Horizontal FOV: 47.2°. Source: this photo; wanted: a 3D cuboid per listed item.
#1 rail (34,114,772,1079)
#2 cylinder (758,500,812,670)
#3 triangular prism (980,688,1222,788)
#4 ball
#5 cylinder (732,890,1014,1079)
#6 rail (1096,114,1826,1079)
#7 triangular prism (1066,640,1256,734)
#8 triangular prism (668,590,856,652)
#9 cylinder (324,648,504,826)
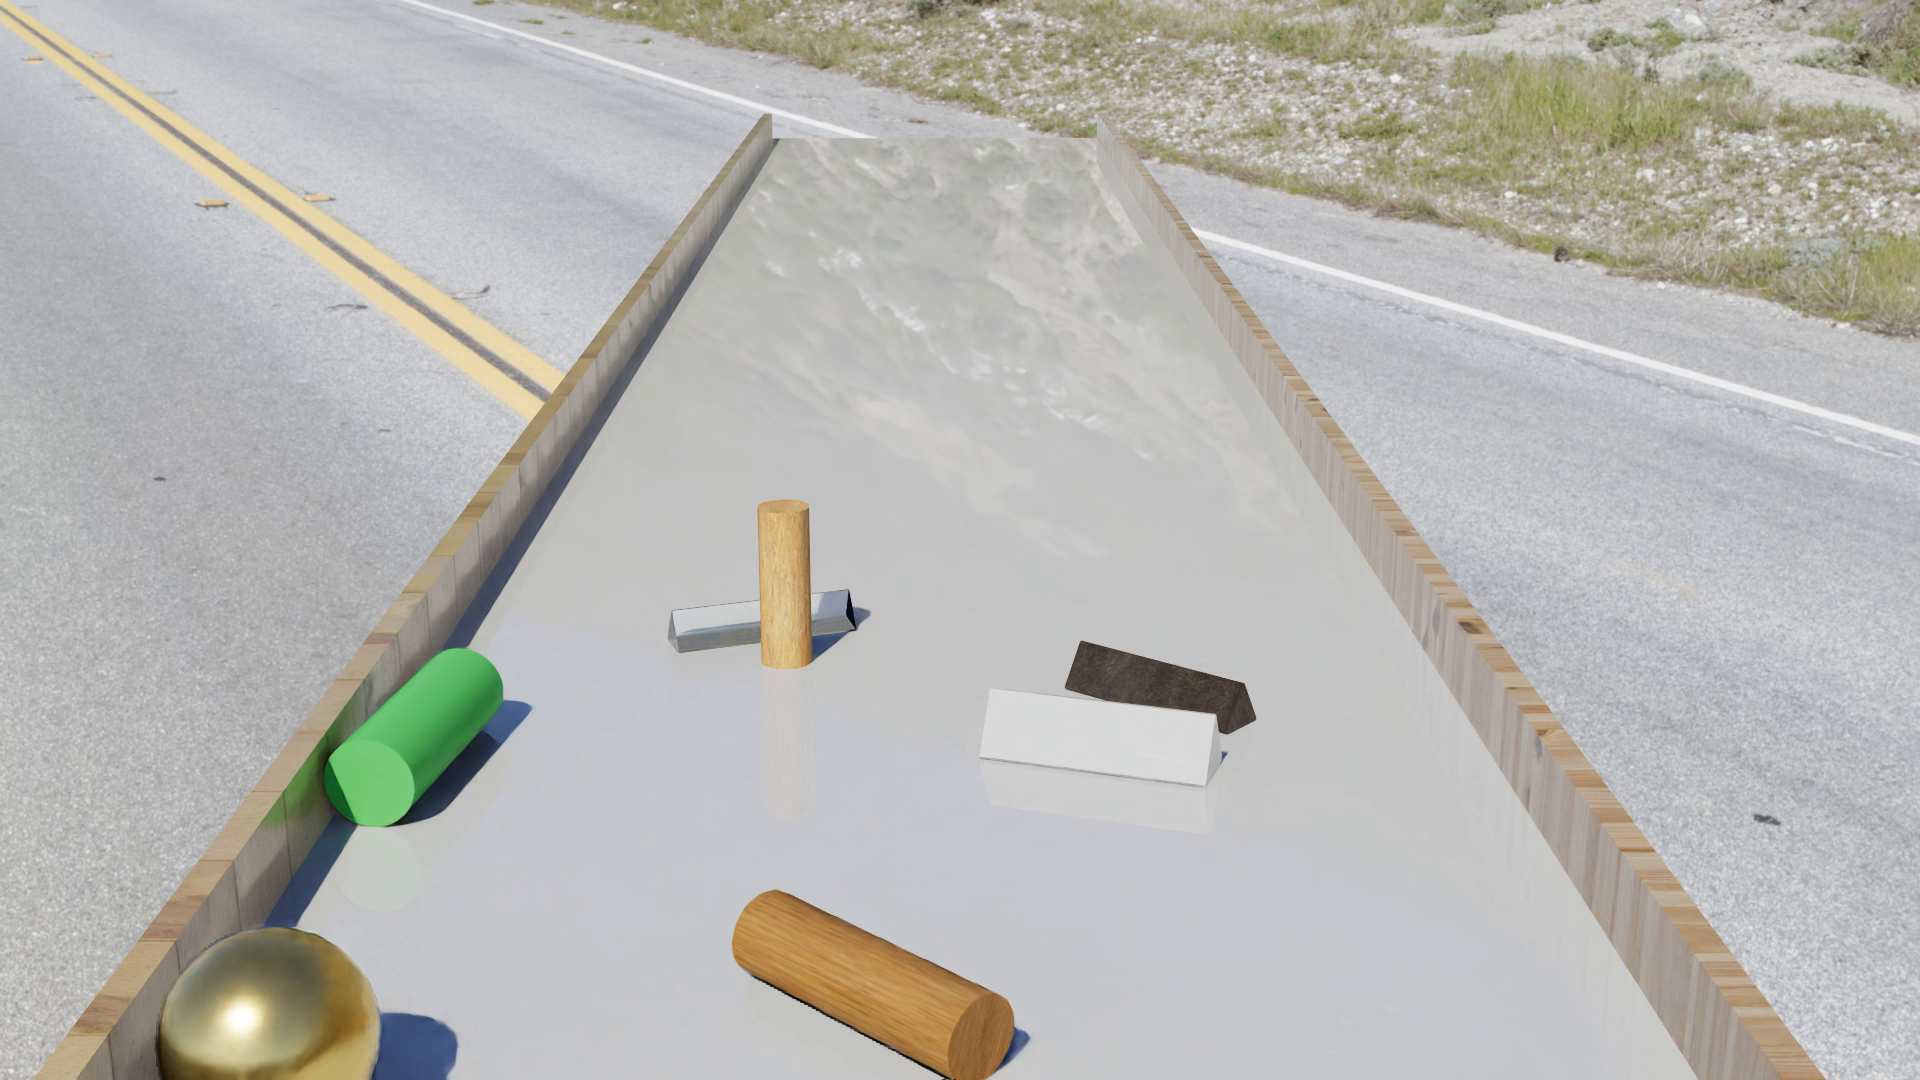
[{"bbox_3d":[-1.118,-0.838,7.780,0.050,0.150,12.000,0,17,-1],"label":"rail"},{"bbox_3d":[-0.347,0.088,4.366,0.102,0.322,0.102,0,17,0],"label":"cylinder"},{"bbox_3d":[0.249,0.336,3.892,0.411,0.111,0.128,6,18,18],"label":"triangular prism"},{"bbox_3d":[-0.849,0.611,2.709,0.265,0.265,0.265,0,17,0],"label":"ball"},{"bbox_3d":[-0.125,0.602,2.989,0.123,0.123,0.433,-16,23,-42],"label":"cylinder"},{"bbox_3d":[0.932,-0.844,7.801,0.050,0.150,12.000,0,17,-1],"label":"rail"},{"bbox_3d":[0.378,0.270,4.163,0.373,0.085,0.098,13,21,38],"label":"triangular prism"},{"bbox_3d":[-0.409,0.160,4.548,0.380,0.077,0.088,-6,18,-21],"label":"triangular prism"},{"bbox_3d":[-0.942,0.336,3.827,0.154,0.154,0.454,2,17,7],"label":"cylinder"}]
